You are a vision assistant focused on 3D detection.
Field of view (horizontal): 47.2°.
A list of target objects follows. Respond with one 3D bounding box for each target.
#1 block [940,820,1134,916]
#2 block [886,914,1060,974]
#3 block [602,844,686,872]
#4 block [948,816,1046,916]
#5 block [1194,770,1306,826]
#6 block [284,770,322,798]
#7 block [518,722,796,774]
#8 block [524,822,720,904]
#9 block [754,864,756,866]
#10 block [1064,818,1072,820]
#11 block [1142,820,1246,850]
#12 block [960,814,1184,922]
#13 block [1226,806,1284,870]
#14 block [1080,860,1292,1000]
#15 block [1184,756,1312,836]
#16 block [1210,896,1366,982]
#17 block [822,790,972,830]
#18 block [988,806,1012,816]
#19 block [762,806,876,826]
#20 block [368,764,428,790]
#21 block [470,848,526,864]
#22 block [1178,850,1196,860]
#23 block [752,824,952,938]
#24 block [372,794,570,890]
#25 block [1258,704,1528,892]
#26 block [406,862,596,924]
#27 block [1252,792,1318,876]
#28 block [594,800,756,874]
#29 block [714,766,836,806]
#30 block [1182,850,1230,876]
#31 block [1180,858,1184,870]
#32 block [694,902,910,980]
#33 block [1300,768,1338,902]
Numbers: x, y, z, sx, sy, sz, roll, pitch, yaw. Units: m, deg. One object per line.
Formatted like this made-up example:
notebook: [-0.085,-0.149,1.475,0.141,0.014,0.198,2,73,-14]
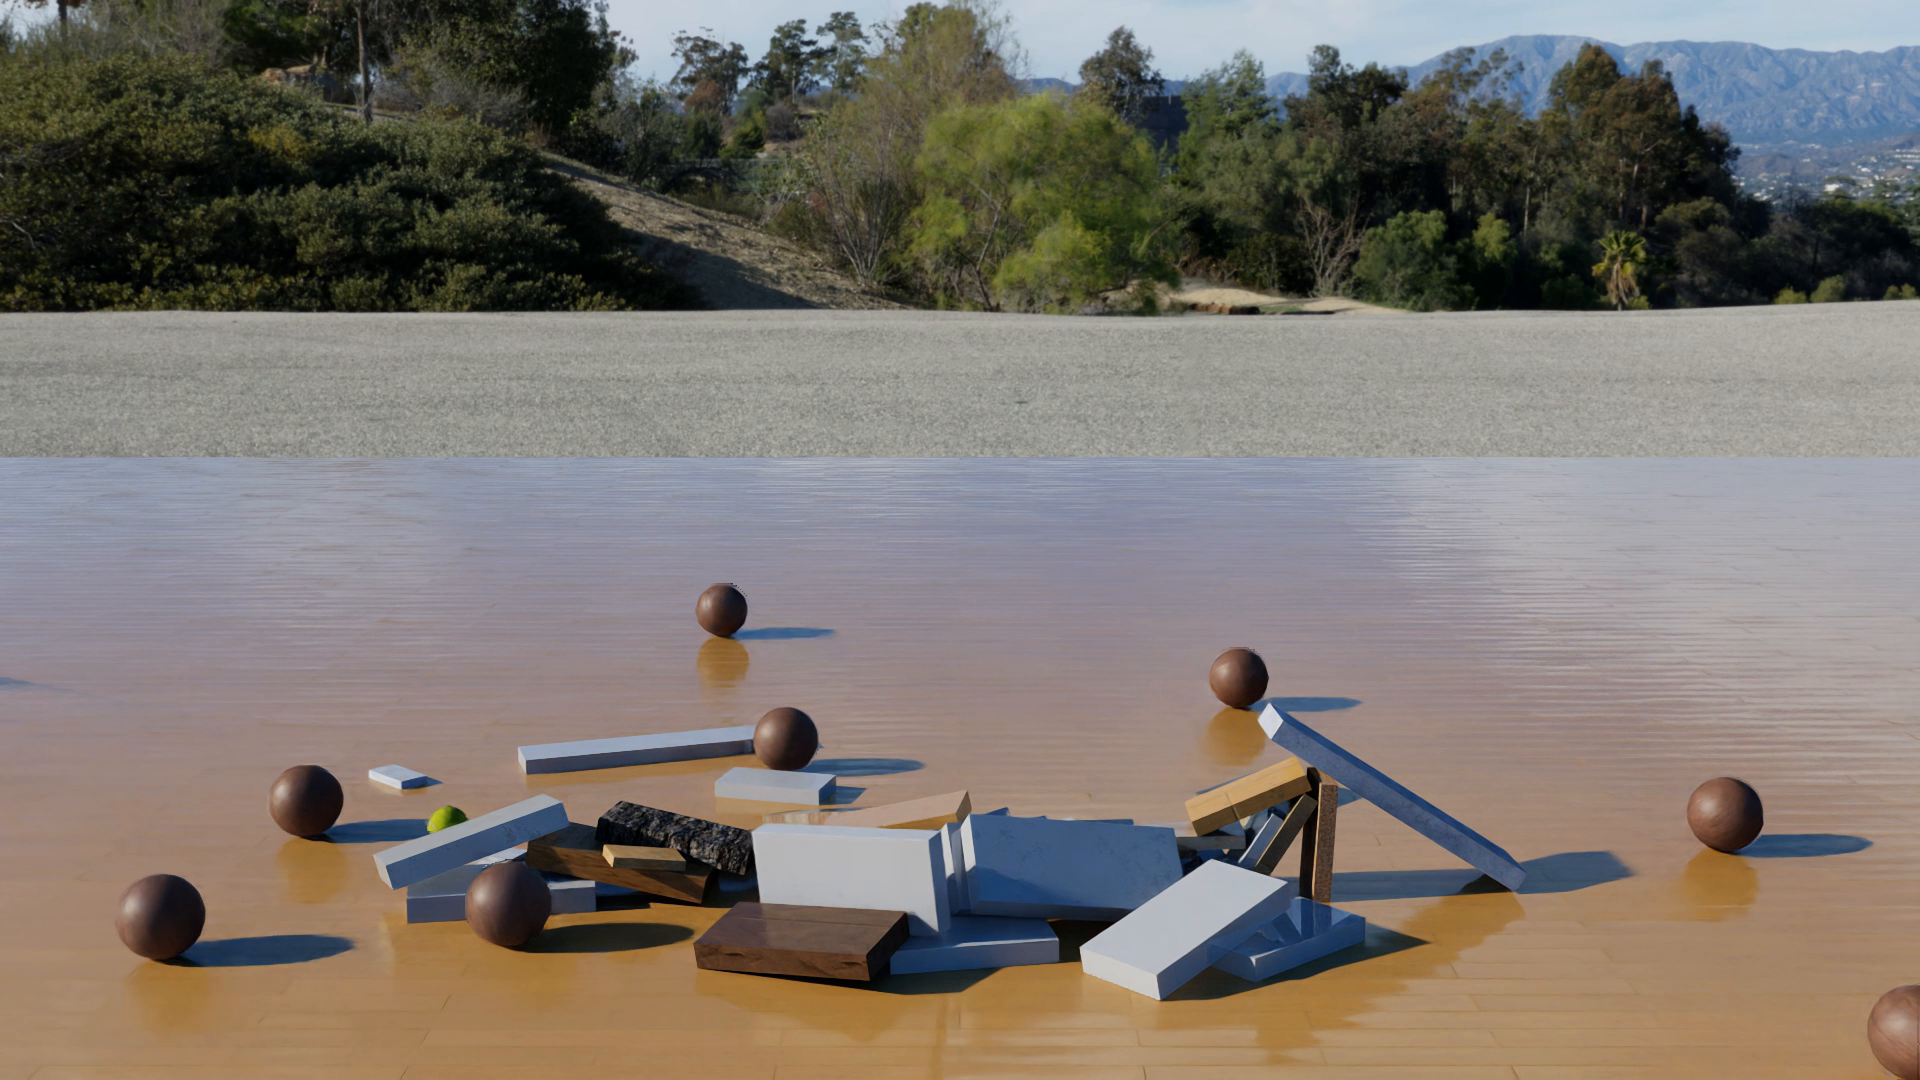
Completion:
block: [0.136,0.528,3.542,0.328,0.146,0.041,2,-30,-21]
block: [0.011,0.621,3.399,0.261,0.037,0.131,-2,11,-11]
block: [-0.518,0.522,3.610,0.123,0.017,0.062,7,9,-26]
block: [0.016,0.538,3.550,0.292,0.146,0.041,-4,-20,-23]
block: [0.573,0.481,4.151,0.131,0.037,0.263,10,14,43]
block: [-1.273,0.472,4.257,0.058,0.016,0.115,-4,11,-22]
block: [-0.616,0.424,4.483,0.550,0.030,0.104,-4,11,-19]
block: [-0.560,0.535,3.675,0.299,0.042,0.149,12,8,3]
block: [-0.416,0.552,3.824,0.123,0.017,0.062,5,11,24]
block: [0.113,0.510,3.682,0.170,0.024,0.085,-16,9,-1]
block: [0.388,0.491,3.656,0.163,0.023,0.081,-1,11,0]
block: [0.183,0.525,3.497,0.354,0.044,0.155,6,50,-18]
block: [0.477,0.516,3.656,0.023,0.163,0.081,31,7,-9]
block: [0.346,0.591,3.357,0.310,0.044,0.155,-26,24,-38]
block: [0.477,0.425,3.651,0.202,0.029,0.101,-23,11,3]
block: [0.495,0.618,3.416,0.263,0.037,0.131,-9,14,-41]
block: [-0.112,0.477,3.690,0.247,0.035,0.124,-12,9,12]
block: [-0.033,0.522,3.702,0.247,0.035,0.124,-19,9,8]
block: [-0.236,0.499,3.937,0.209,0.030,0.104,-5,-4,20]
block: [-1.101,0.463,4.306,0.115,0.016,0.058,10,14,43]
block: [-0.816,0.551,3.837,0.115,0.016,0.058,4,11,22]
block: [0.325,0.511,3.671,0.139,0.020,0.069,0,11,5]
block: [-0.169,0.526,3.409,0.310,0.155,0.044,-1,11,26]
block: [-0.809,0.497,3.640,0.299,0.042,0.149,-19,6,-22]
block: [0.725,0.432,3.699,0.493,0.037,0.131,32,7,-6]
block: [-0.754,0.577,3.626,0.299,0.042,0.149,-2,11,-11]
block: [0.518,0.497,3.659,0.029,0.202,0.101,31,7,-9]
block: [-0.472,0.504,3.728,0.261,0.037,0.131,12,8,6]
block: [-0.353,0.472,4.223,0.209,0.030,0.104,3,11,15]
block: [0.365,0.555,3.664,0.163,0.023,0.081,-18,11,-1]
block: [0.301,0.552,3.668,0.139,0.020,0.069,-18,11,0]
block: [-0.240,0.607,3.342,0.292,0.041,0.146,-1,17,24]
block: [0.596,0.489,3.656,0.029,0.202,0.101,1,10,-5]
